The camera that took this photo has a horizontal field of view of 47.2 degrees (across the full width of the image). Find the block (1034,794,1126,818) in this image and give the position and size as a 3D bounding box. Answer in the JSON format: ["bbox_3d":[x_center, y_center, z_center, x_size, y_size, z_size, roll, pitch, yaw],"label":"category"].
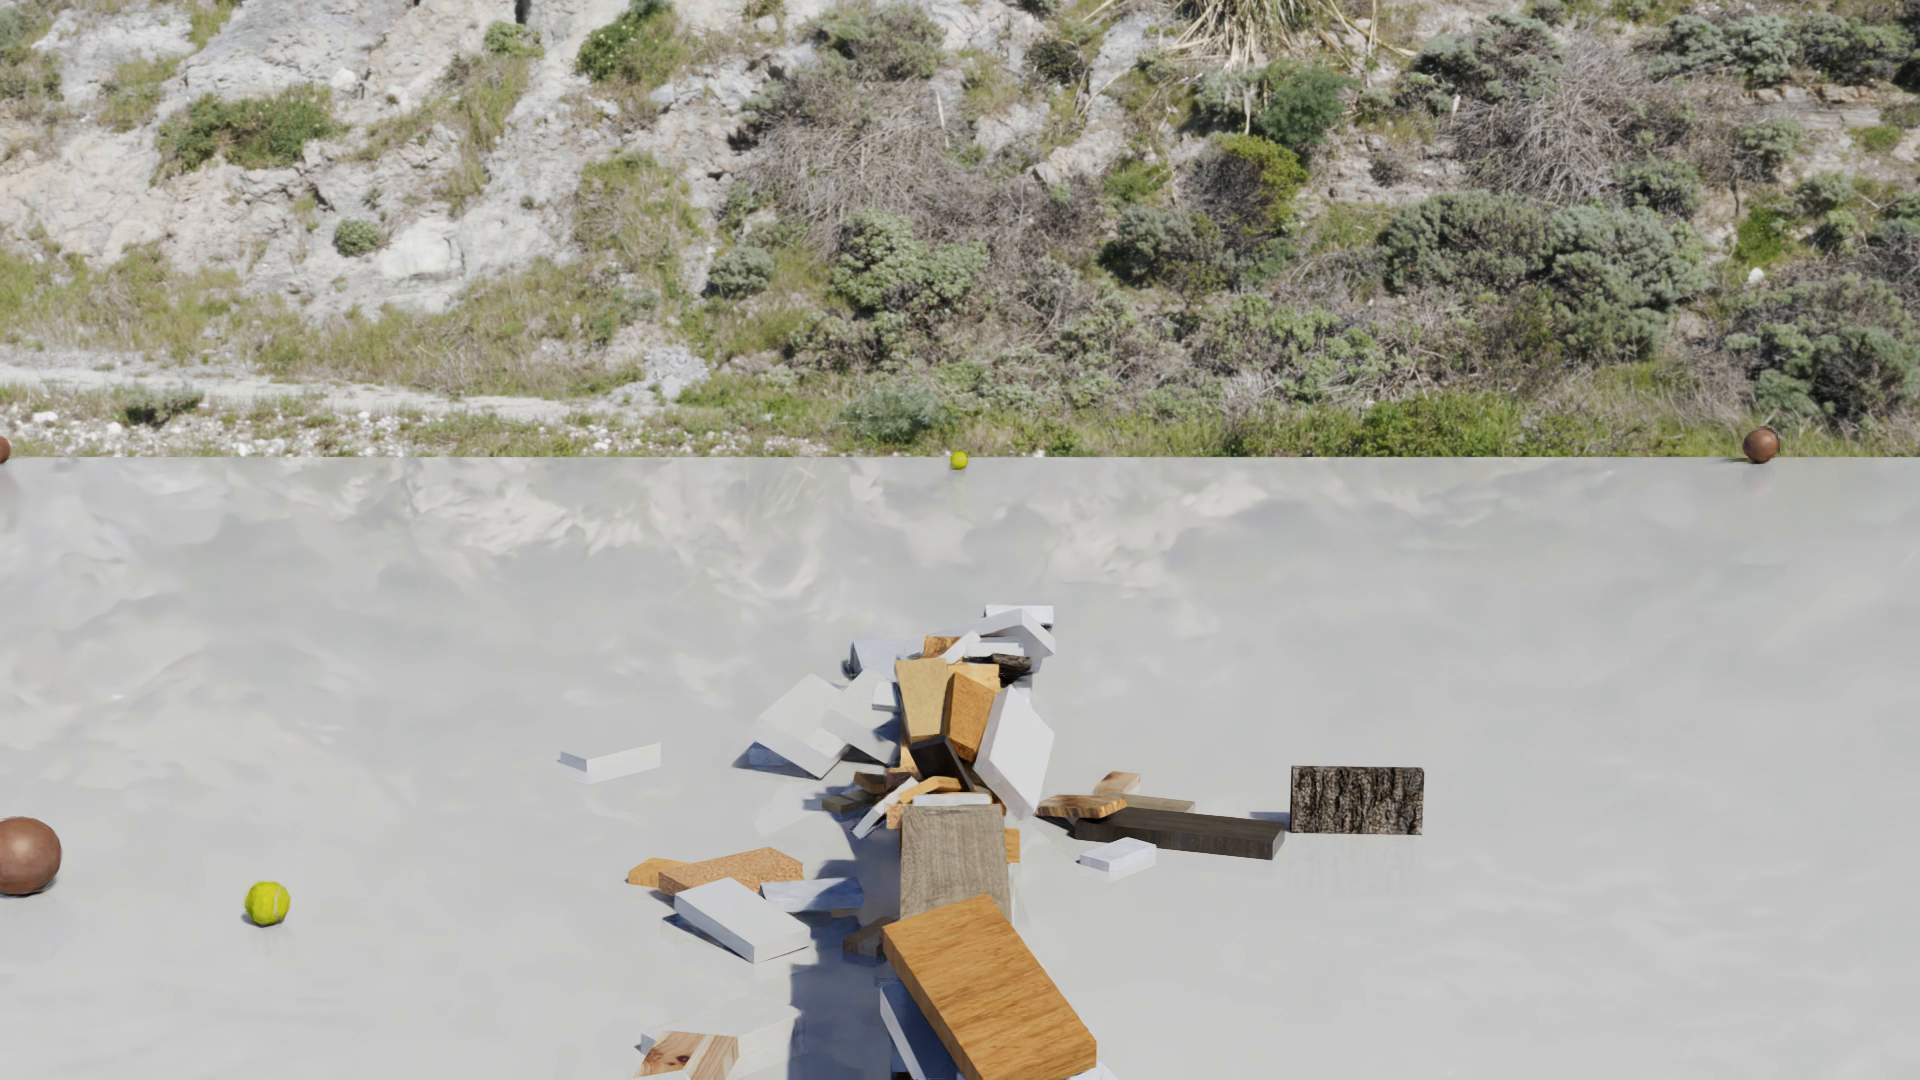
[{"bbox_3d":[0.216,0.486,4.019,0.065,0.018,0.208,-19,6,-33],"label":"block"}]

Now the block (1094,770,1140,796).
[{"bbox_3d":[0.305,0.473,4.256,0.057,0.016,0.114,4,11,20],"label":"block"}]

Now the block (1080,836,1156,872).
[{"bbox_3d":[0.276,0.549,3.839,0.065,0.018,0.131,10,14,42],"label":"block"}]

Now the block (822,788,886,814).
[{"bbox_3d":[-0.198,0.492,4.153,0.114,0.016,0.057,-9,14,-41],"label":"block"}]

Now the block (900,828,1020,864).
[{"bbox_3d":[-0.003,0.483,3.462,0.176,0.050,0.488,0,-8,-1],"label":"block"}]

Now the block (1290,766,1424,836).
[{"bbox_3d":[0.718,0.472,3.985,0.235,0.117,0.033,1,11,3],"label":"block"}]

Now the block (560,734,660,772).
[{"bbox_3d":[-0.707,0.431,4.454,0.181,0.026,0.090,-10,15,-44],"label":"block"}]

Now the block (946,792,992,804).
[{"bbox_3d":[0.003,0.393,3.318,0.063,0.018,0.127,-2,-9,14],"label":"block"}]

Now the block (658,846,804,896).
[{"bbox_3d":[-0.379,0.556,3.644,0.214,0.030,0.107,-8,13,-36],"label":"block"}]

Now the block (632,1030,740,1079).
[{"bbox_3d":[-0.371,0.710,2.858,0.105,0.030,0.210,2,19,13],"label":"block"}]

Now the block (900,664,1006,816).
[{"bbox_3d":[-0.014,0.348,3.840,0.176,0.050,0.352,-2,35,0],"label":"block"}]

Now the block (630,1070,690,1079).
[{"bbox_3d":[-0.433,0.719,2.686,0.210,0.105,0.030,-5,11,-23],"label":"block"}]

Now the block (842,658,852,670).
[{"bbox_3d":[-0.227,0.292,5.238,0.095,0.013,0.047,-4,11,-21],"label":"block"}]

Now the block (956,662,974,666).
[{"bbox_3d":[0.015,0.284,4.064,0.076,0.021,0.206,4,25,8],"label":"block"}]

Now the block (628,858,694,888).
[{"bbox_3d":[-0.472,0.569,3.721,0.158,0.022,0.079,4,11,22],"label":"block"}]

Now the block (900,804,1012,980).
[{"bbox_3d":[-0.007,0.442,2.815,0.136,0.039,0.438,-2,16,0],"label":"block"}]

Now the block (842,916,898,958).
[{"bbox_3d":[-0.126,0.622,3.450,0.061,0.017,0.121,6,12,29],"label":"block"}]

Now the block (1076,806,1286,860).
[{"bbox_3d":[0.395,0.522,3.944,0.357,0.033,0.117,4,11,19],"label":"block"}]

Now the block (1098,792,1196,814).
[{"bbox_3d":[0.336,0.501,4.079,0.182,0.026,0.091,4,11,20],"label":"block"}]

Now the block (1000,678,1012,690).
[{"bbox_3d":[0.017,0.342,4.133,0.143,0.040,0.285,2,24,5],"label":"block"}]

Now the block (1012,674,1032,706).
[{"bbox_3d":[0.085,0.319,4.838,0.143,0.040,0.458,1,3,3],"label":"block"}]

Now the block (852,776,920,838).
[{"bbox_3d":[-0.111,0.406,3.335,0.017,0.061,0.122,44,32,9],"label":"block"}]

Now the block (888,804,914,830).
[{"bbox_3d":[-0.031,0.433,3.408,0.123,0.035,0.401,-1,-8,4],"label":"block"}]

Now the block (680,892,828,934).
[{"bbox_3d":[-0.332,0.597,3.570,0.232,0.022,0.079,-5,12,-26],"label":"block"}]

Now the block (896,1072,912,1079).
[{"bbox_3d":[0.005,0.725,2.622,0.162,0.046,0.325,0,11,-2],"label":"block"}]

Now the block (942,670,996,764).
[{"bbox_3d":[0.019,0.310,3.787,0.091,0.026,0.182,28,32,-15],"label":"block"}]

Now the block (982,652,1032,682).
[{"bbox_3d":[0.079,0.249,4.230,0.076,0.021,0.151,8,-18,-13],"label":"block"}]

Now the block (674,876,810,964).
[{"bbox_3d":[-0.344,0.597,3.462,0.107,0.030,0.214,-12,23,-40],"label":"block"}]

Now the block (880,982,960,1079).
[{"bbox_3d":[0.018,0.617,2.553,0.134,0.038,0.368,-6,21,-16],"label":"block"}]

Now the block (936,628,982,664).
[{"bbox_3d":[-0.038,0.244,4.333,0.096,0.027,0.192,-38,-1,33],"label":"block"}]

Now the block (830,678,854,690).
[{"bbox_3d":[-0.245,0.334,5.010,0.095,0.013,0.047,10,14,40],"label":"block"}]

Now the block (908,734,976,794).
[{"bbox_3d":[-0.027,0.356,3.378,0.061,0.121,0.017,-15,32,18],"label":"block"}]

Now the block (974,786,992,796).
[{"bbox_3d":[-0.021,0.418,3.548,0.123,0.035,0.247,-1,-8,6],"label":"block"}]

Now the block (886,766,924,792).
[{"bbox_3d":[-0.062,0.384,3.532,0.107,0.030,0.214,-1,-8,-4],"label":"block"}]

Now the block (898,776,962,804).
[{"bbox_3d":[-0.045,0.379,3.314,0.063,0.018,0.127,-28,-14,10],"label":"block"}]

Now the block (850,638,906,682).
[{"bbox_3d":[-0.155,0.296,5.064,0.167,0.047,0.334,4,11,-8],"label":"block"}]

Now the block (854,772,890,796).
[{"bbox_3d":[-0.156,0.467,4.208,0.065,0.018,0.130,10,2,-16],"label":"block"}]

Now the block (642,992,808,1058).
[{"bbox_3d":[-0.327,0.687,3.066,0.210,0.030,0.105,-10,15,-43],"label":"block"}]

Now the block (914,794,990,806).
[{"bbox_3d":[-0.010,0.418,3.080,0.109,0.031,0.219,-1,19,-1],"label":"block"}]

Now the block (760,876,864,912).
[{"bbox_3d":[-0.240,0.575,3.565,0.158,0.022,0.079,-2,12,-12],"label":"block"}]

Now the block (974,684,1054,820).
[{"bbox_3d":[0.094,0.361,3.754,0.035,0.123,0.247,-35,16,24],"label":"block"}]

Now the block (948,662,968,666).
[{"bbox_3d":[-0.017,0.280,4.001,0.076,0.021,0.151,-4,35,-2],"label":"block"}]

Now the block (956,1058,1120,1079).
[{"bbox_3d":[0.134,0.639,2.378,0.136,0.039,0.273,-22,40,-32],"label":"block"}]

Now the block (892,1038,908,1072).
[{"bbox_3d":[-0.004,0.659,2.826,0.162,0.046,0.325,0,-13,-1],"label":"block"}]

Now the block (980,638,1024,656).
[{"bbox_3d":[0.077,0.221,4.437,0.096,0.027,0.192,0,4,-1],"label":"block"}]

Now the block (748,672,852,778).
[{"bbox_3d":[-0.295,0.375,4.488,0.167,0.047,0.380,29,14,6],"label":"block"}]

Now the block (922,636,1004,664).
[{"bbox_3d":[0.006,0.275,4.462,0.166,0.047,0.333,0,17,1],"label":"block"}]

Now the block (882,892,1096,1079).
[{"bbox_3d":[0.029,0.515,2.494,0.136,0.039,0.273,-14,35,-21],"label":"block"}]

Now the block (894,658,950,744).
[{"bbox_3d":[-0.056,0.281,3.840,0.091,0.026,0.182,-4,43,-10],"label":"block"}]

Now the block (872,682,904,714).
[{"bbox_3d":[-0.094,0.280,3.877,0.114,0.016,0.057,5,42,8],"label":"block"}]

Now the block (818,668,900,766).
[{"bbox_3d":[-0.170,0.364,4.563,0.167,0.047,0.334,29,14,5],"label":"block"}]

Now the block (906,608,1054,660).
[{"bbox_3d":[0.042,0.229,4.690,0.285,0.040,0.143,-17,-38,26],"label":"block"}]

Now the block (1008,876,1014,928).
[{"bbox_3d":[0.005,0.540,3.155,0.142,0.040,0.284,0,7,2],"label":"block"}]

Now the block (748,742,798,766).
[{"bbox_3d":[-0.346,0.415,4.521,0.117,0.033,0.235,2,11,10],"label":"block"}]

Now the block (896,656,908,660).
[{"bbox_3d":[-0.095,0.276,5.033,0.095,0.013,0.047,0,12,-26],"label":"block"}]

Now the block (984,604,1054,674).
[{"bbox_3d":[0.115,0.217,4.785,0.143,0.040,0.285,1,-25,-5],"label":"block"}]

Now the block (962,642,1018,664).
[{"bbox_3d":[0.056,0.236,4.282,0.096,0.027,0.192,1,-17,-4],"label":"block"}]
